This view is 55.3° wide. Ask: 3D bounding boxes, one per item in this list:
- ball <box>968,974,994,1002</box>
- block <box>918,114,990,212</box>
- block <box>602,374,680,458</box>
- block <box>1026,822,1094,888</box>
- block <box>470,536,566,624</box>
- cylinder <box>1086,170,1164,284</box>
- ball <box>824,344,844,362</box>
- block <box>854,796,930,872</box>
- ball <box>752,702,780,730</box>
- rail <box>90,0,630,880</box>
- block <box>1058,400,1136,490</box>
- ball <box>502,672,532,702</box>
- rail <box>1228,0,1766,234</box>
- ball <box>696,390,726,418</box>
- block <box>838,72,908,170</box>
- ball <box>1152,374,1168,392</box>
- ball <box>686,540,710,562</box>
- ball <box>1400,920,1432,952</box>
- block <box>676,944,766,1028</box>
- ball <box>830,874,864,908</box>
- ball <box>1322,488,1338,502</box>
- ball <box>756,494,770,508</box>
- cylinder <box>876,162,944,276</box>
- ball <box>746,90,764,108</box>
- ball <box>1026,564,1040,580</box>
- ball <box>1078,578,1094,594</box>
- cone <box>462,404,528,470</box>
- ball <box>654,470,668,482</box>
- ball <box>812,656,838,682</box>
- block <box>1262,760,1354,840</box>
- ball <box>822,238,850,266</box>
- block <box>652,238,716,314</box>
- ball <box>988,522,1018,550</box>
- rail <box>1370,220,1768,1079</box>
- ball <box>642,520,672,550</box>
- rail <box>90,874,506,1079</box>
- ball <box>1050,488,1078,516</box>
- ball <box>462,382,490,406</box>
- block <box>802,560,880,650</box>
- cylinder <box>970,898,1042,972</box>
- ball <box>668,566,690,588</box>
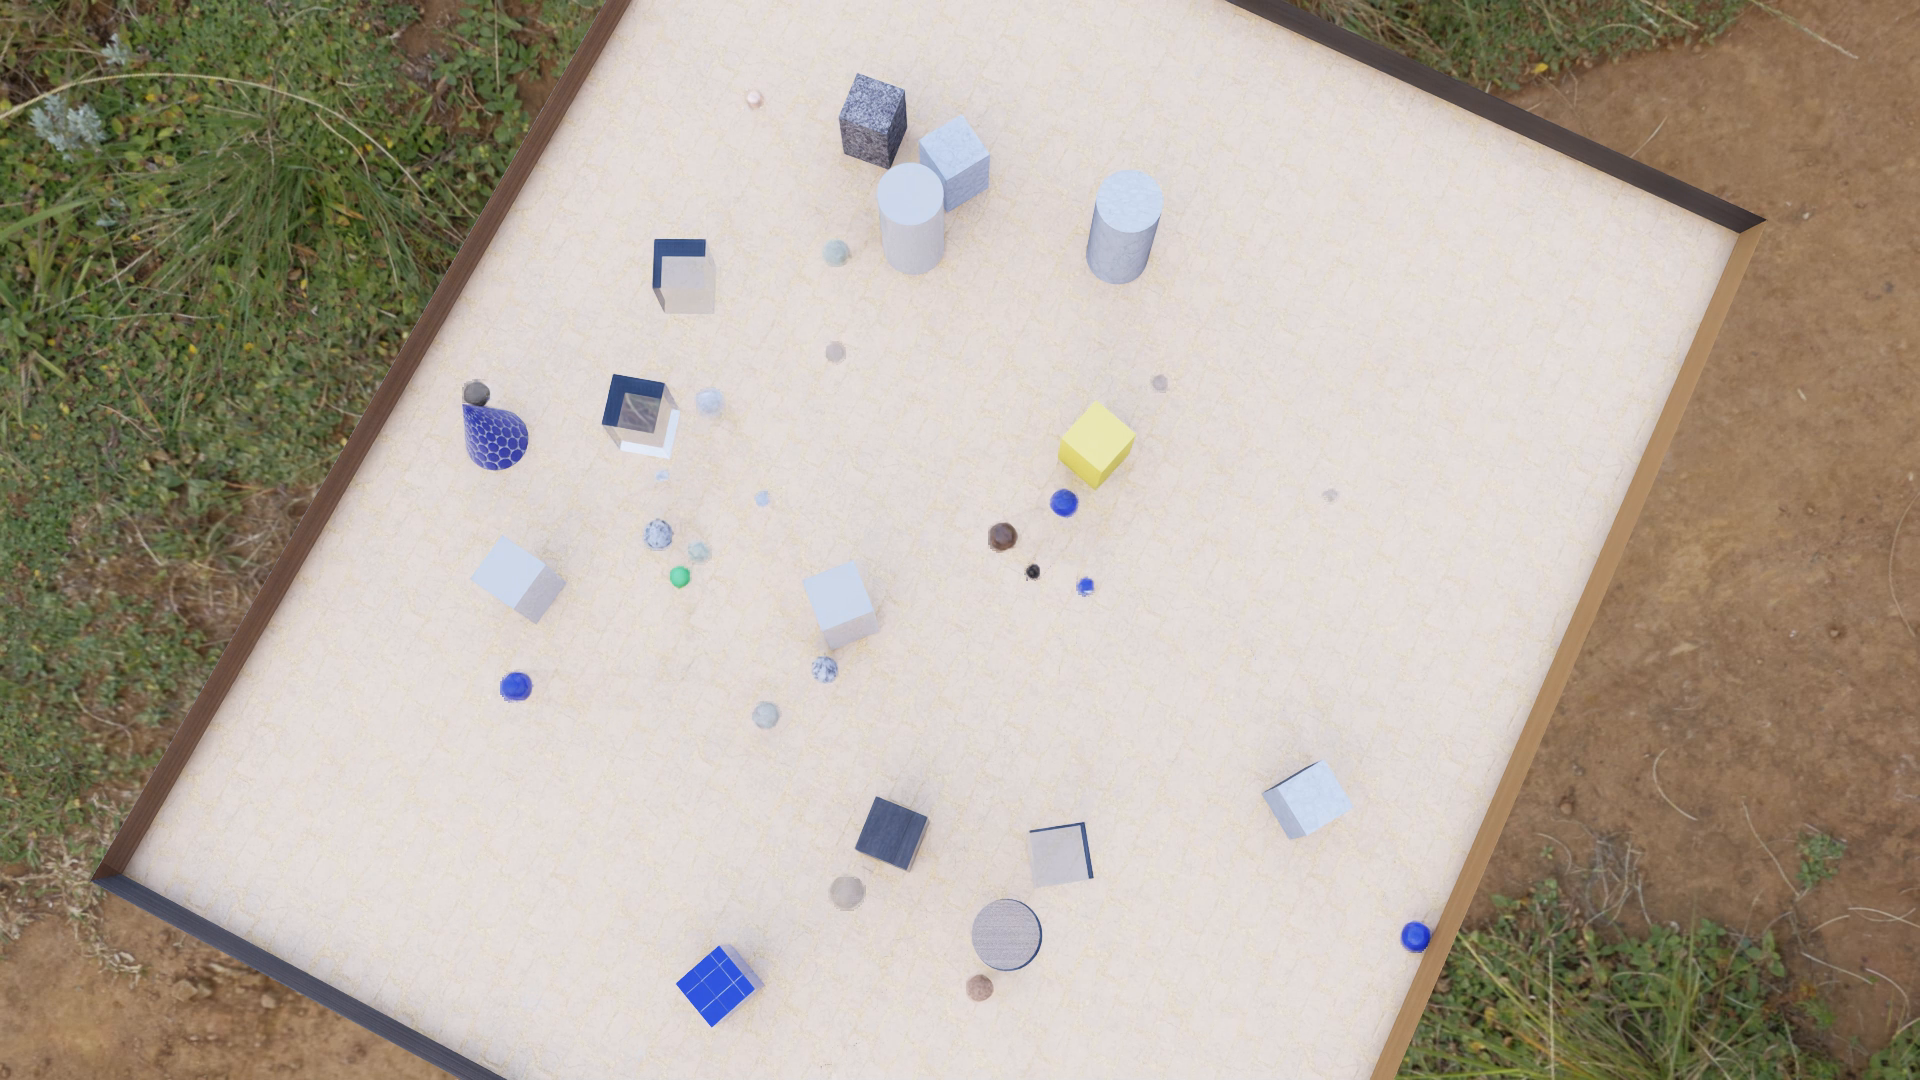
[{"bbox_3d":[0.059,1.298,5.309,0.076,0.076,0.076,0,78,0],"label":"ball"},{"bbox_3d":[-0.017,-1.174,5.726,0.158,0.261,0.158,-32,80,-6],"label":"block"},{"bbox_3d":[-0.961,-0.371,5.539,0.158,0.302,0.158,10,78,2],"label":"block"},{"bbox_3d":[0.284,0.909,5.271,0.158,0.309,0.158,-9,78,-2],"label":"block"},{"bbox_3d":[-1.308,0.121,5.444,0.158,0.289,0.158,33,80,6],"label":"block"},{"bbox_3d":[0.497,-0.948,5.585,0.197,0.446,0.197,0,78,0],"label":"cylinder"},{"bbox_3d":[-0.392,-0.583,5.706,0.060,0.060,0.060,0,78,0],"label":"ball"},{"bbox_3d":[-0.192,0.851,5.279,0.158,0.315,0.158,21,79,4],"label":"block"},{"bbox_3d":[-0.579,0.525,5.467,0.080,0.080,0.080,0,78,0],"label":"ball"},{"bbox_3d":[-1.583,-0.768,5.709,0.045,0.128,4.052,26,80,5],"label":"rail"},{"bbox_3d":[0.412,-0.283,5.553,0.158,0.239,0.158,41,81,8],"label":"block"},{"bbox_3d":[-1.323,0.438,5.480,0.090,0.090,0.090,0,78,0],"label":"ball"},{"bbox_3d":[0.895,-1.747,5.912,3.587,0.128,0.045,26,80,5],"label":"rail"},{"bbox_3d":[-0.770,-0.420,5.657,0.090,0.090,0.090,0,78,0],"label":"ball"},{"bbox_3d":[-0.271,-1.310,5.749,0.158,0.273,0.158,20,79,4],"label":"block"},{"bbox_3d":[0.622,-0.487,5.692,0.051,0.051,0.051,0,78,0],"label":"ball"},{"bbox_3d":[-0.795,0.034,5.574,0.070,0.070,0.070,0,78,0],"label":"ball"},{"bbox_3d":[1.327,1.153,5.334,0.086,0.086,0.086,0,78,0],"label":"ball"},{"bbox_3d":[-0.678,1.265,5.214,0.158,0.276,0.158,-41,81,-8],"label":"block"},{"bbox_3d":[-0.330,1.027,5.354,0.098,0.098,0.098,0,78,0],"label":"ball"},{"bbox_3d":[1.134,-0.138,5.623,0.044,0.044,0.044,0,78,0],"label":"ball"},{"bbox_3d":[-0.606,-0.122,5.620,0.042,0.042,0.042,0,78,0],"label":"ball"},{"bbox_3d":[-0.147,-0.976,5.603,0.197,0.423,0.197,0,78,0],"label":"cylinder"},{"bbox_3d":[-0.658,-1.414,5.878,0.061,0.061,0.061,0,78,0],"label":"ball"},{"bbox_3d":[0.223,0.097,5.573,0.045,0.045,0.045,0,78,0],"label":"ball"},{"bbox_3d":[0.384,0.138,5.562,0.051,0.051,0.051,0,78,0],"label":"ball"},{"bbox_3d":[-1.436,-0.352,5.481,0.197,0.407,0.197,0,78,0],"label":"cone"},{"bbox_3d":[-0.920,-0.196,5.636,0.041,0.041,0.041,0,78,0],"label":"ball"},{"bbox_3d":[-0.407,0.387,5.497,0.078,0.078,0.078,0,78,0],"label":"ball"},{"bbox_3d":[1.005,0.755,5.317,0.158,0.281,0.158,-30,80,-6],"label":"block"},{"bbox_3d":[-0.391,-0.906,5.761,0.085,0.085,0.085,0,78,0],"label":"ball"},{"bbox_3d":[-0.850,-0.813,5.663,0.158,0.239,0.158,0,78,0],"label":"block"},{"bbox_3d":[0.132,-0.011,5.574,0.088,0.088,0.088,0,78,0],"label":"ball"},{"bbox_3d":[1.583,0.782,5.388,0.045,0.128,4.052,26,80,5],"label":"rail"},{"bbox_3d":[-0.919,-0.018,5.574,0.090,0.090,0.090,0,78,0],"label":"ball"},{"bbox_3d":[-0.895,1.760,5.186,3.587,0.128,0.045,26,80,5],"label":"rail"},{"bbox_3d":[0.316,-0.115,5.597,0.084,0.084,0.084,0,78,0],"label":"ball"},{"bbox_3d":[-1.495,-0.450,5.668,0.082,0.082,0.082,0,78,0],"label":"ball"},{"bbox_3d":[-0.346,0.196,5.381,0.158,0.382,0.158,-22,79,-4],"label":"block"},{"bbox_3d":[0.130,1.126,5.228,0.197,0.305,0.197,0,78,0],"label":"cylinder"},{"bbox_3d":[-0.850,0.113,5.560,0.065,0.065,0.065,0,78,0],"label":"ball"}]
